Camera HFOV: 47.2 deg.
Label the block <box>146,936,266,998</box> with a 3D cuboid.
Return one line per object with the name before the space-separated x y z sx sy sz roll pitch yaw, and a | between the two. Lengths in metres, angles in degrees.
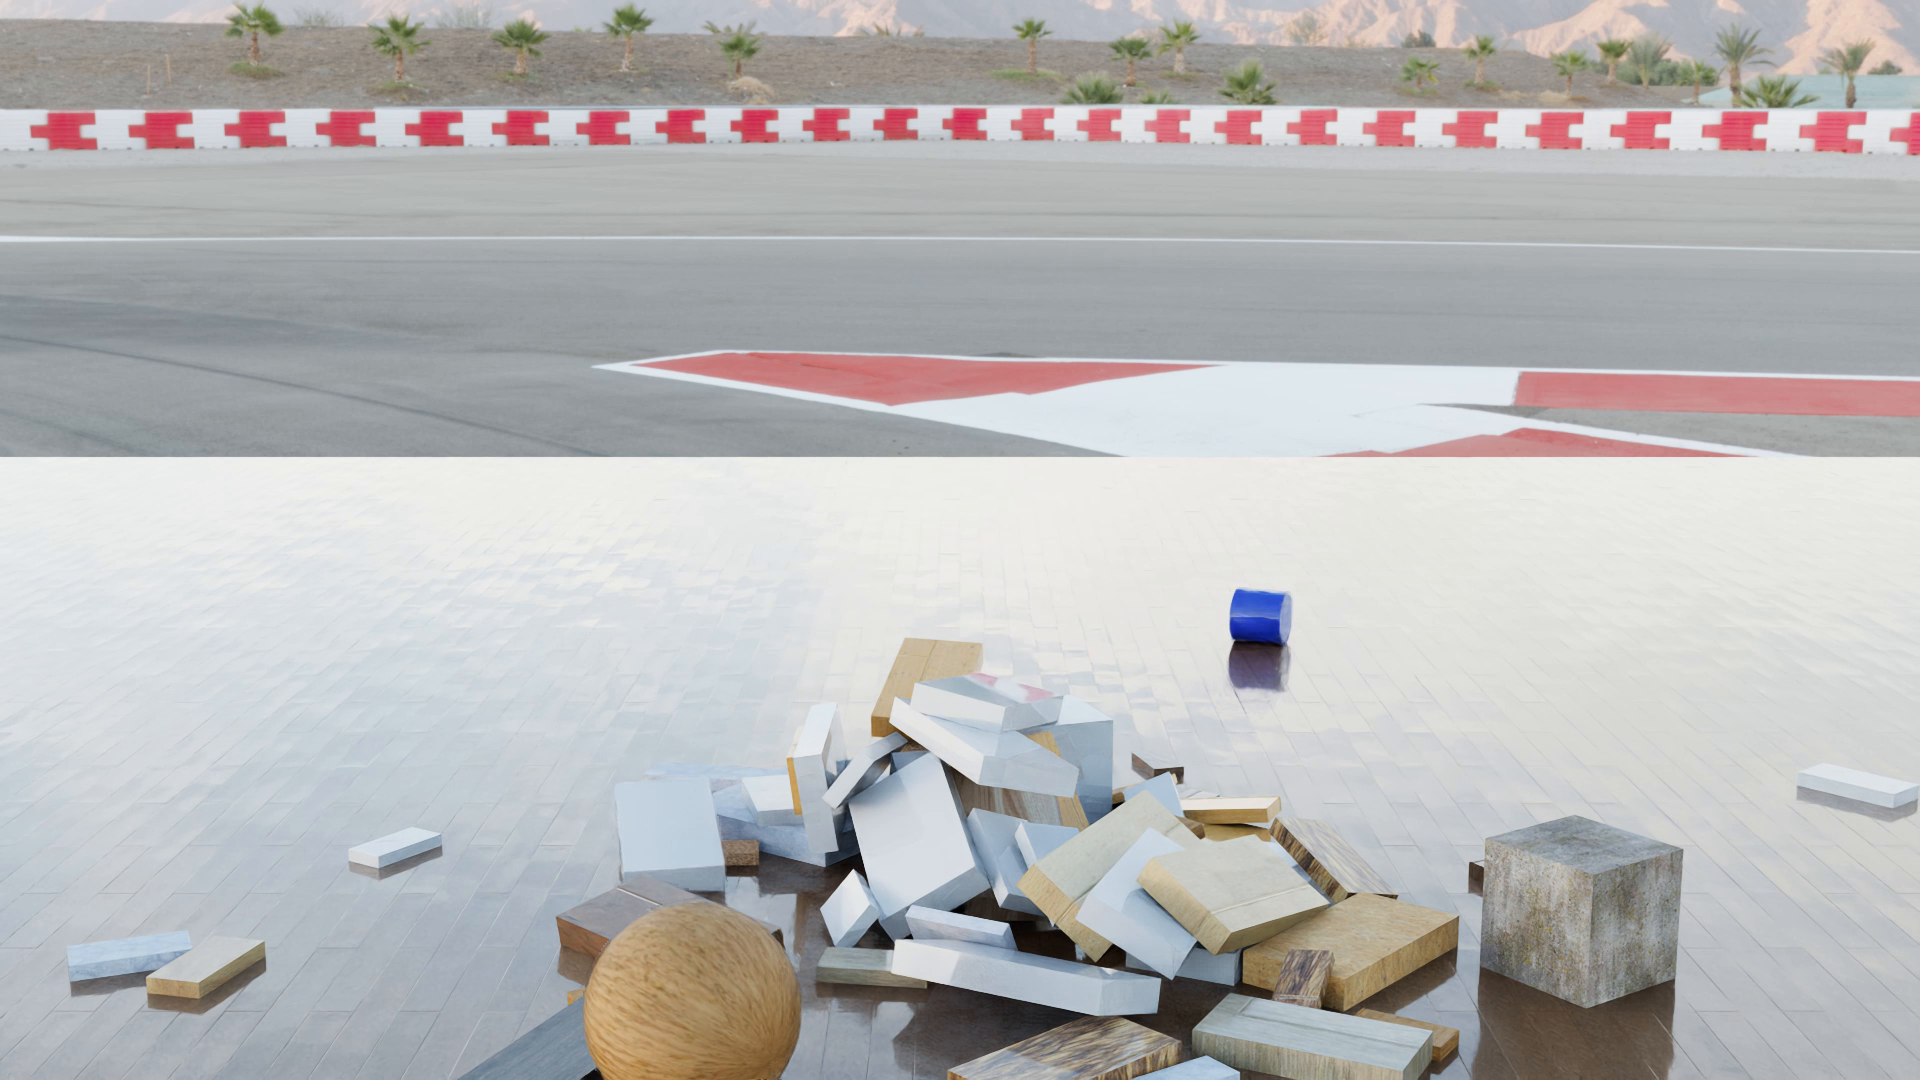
block | -1.135 0.643 3.316 0.088 0.025 0.176 3 11 14

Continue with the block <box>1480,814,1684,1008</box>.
block | 0.933 0.554 3.309 0.203 0.203 0.203 -7 13 -34

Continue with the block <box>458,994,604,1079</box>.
block | -0.516 0.691 2.947 0.147 0.042 0.294 6 17 28

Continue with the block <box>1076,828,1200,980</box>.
block | 0.303 0.545 3.328 0.165 0.047 0.329 31 19 13

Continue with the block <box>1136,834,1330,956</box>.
block | 0.421 0.538 3.357 0.165 0.047 0.329 42 22 28

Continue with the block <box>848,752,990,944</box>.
block | -0.071 0.492 3.581 0.175 0.050 0.351 -31 28 4

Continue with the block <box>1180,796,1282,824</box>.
block | 0.478 0.488 3.970 0.185 0.026 0.093 -4 6 24

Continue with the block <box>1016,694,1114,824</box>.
block | 0.157 0.413 4.095 0.193 0.193 0.193 -4 11 -19

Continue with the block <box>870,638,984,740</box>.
block | -0.059 0.283 4.192 0.157 0.044 0.313 4 26 10

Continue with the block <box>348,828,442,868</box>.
block | -0.994 0.541 3.874 0.074 0.021 0.149 7 12 32

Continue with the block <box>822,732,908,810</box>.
block | -0.161 0.398 3.830 0.029 0.103 0.406 39 4 6

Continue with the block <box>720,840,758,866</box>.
block | -0.426 0.547 3.841 0.148 0.021 0.074 -1 11 -5

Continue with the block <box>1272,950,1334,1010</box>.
block | 0.491 0.643 3.166 0.067 0.019 0.134 -3 32 26

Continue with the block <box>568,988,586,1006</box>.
block | -0.492 0.678 3.141 0.072 0.020 0.183 -7 12 -31

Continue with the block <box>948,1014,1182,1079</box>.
block | 0.142 0.706 2.929 0.294 0.042 0.147 -10 14 -42

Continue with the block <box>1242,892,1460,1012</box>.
block | 0.600 0.623 3.357 0.173 0.049 0.346 9 14 40

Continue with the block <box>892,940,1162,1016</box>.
block | 0.094 0.627 3.161 0.346 0.049 0.173 4 -7 34

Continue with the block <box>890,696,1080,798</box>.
block | 0.033 0.344 3.701 0.167 0.047 0.448 10 4 -21

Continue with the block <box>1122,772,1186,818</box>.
block | 0.352 0.486 3.953 0.093 0.026 0.185 -24 20 5

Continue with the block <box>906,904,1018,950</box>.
block | 0.005 0.607 3.346 0.168 0.084 0.024 6 41 29

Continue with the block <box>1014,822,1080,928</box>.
block | 0.166 0.529 3.459 0.103 0.029 0.206 9 32 -25

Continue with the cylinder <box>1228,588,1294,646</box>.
cylinder | 0.749 0.191 5.469 0.128 0.128 0.128 7 12 23

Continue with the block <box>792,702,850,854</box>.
block | -0.239 0.414 3.868 0.049 0.171 0.343 -9 10 3

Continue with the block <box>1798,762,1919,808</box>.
block | 1.728 0.471 4.232 0.097 0.027 0.194 -9 14 -39

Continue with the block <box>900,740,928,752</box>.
block | -0.048 0.416 4.057 0.157 0.044 0.313 -3 32 -5

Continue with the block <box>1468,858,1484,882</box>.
block | 0.976 0.560 3.757 0.193 0.027 0.097 -6 12 -30

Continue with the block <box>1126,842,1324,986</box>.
block | 0.447 0.589 3.538 0.173 0.049 0.525 5 12 26

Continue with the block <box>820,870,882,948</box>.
block | -0.174 0.586 3.473 0.024 0.084 0.168 40 1 -15

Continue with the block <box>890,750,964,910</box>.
block | 0.001 0.485 3.733 0.175 0.050 0.351 -3 34 -13

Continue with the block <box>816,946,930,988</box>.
block | -0.126 0.644 3.314 0.168 0.024 0.084 2 11 9

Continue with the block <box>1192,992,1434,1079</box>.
block | 0.482 0.691 3.011 0.294 0.042 0.147 5 12 27

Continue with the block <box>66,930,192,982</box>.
block | -1.268 0.635 3.361 0.176 0.025 0.088 -5 11 -23

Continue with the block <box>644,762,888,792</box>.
block | -0.371 0.467 4.261 0.480 0.025 0.088 2 11 12

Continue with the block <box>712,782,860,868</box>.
block | -0.321 0.510 3.964 0.343 0.049 0.171 8 13 35

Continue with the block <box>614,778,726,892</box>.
block | -0.506 0.511 3.812 0.167 0.047 0.335 -2 20 -11

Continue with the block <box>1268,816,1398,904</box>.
block | 0.617 0.535 3.642 0.109 0.031 0.219 8 23 -31

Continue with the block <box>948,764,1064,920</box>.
block | 0.082 0.491 3.646 0.175 0.050 0.351 1 33 -8

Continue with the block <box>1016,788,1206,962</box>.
block | 0.257 0.522 3.477 0.165 0.047 0.489 43 22 14

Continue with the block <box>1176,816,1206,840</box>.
block | 0.331 0.507 3.827 0.093 0.026 0.185 -24 17 -30

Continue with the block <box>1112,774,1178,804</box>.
block | 0.341 0.470 4.143 0.126 0.018 0.063 -17 1 20

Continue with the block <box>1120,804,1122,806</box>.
block | 0.350 0.487 4.117 0.064 0.018 0.128 -17 1 29

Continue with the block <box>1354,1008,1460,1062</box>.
block | 0.616 0.690 3.073 0.143 0.020 0.072 7 12 32

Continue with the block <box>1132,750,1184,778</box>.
block | 0.394 0.446 4.393 0.063 0.018 0.126 -3 11 -16

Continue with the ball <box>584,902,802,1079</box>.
ball | -0.342 0.605 2.825 0.278 0.278 0.278 0 11 0

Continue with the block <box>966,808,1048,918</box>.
block | 0.086 0.514 3.505 0.103 0.029 0.206 17 27 -27

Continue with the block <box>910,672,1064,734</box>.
block | 0.052 0.286 3.885 0.167 0.047 0.335 14 4 19

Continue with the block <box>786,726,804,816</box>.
block | -0.277 0.408 3.926 0.030 0.104 0.209 -7 10 3

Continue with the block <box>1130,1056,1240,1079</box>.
block | 0.298 0.720 2.918 0.134 0.019 0.067 -7 13 -34

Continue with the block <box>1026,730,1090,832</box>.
block | 0.150 0.451 3.894 0.109 0.219 0.031 -7 -25 -35

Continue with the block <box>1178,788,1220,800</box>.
block | 0.386 0.507 4.069 0.063 0.018 0.270 8 13 35

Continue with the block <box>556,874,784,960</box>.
block | -0.446 0.607 3.371 0.343 0.049 0.171 10 24 44

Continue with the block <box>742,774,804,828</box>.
block | -0.329 0.469 3.972 0.104 0.030 0.209 -2 11 -13

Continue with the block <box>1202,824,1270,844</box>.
block | 0.431 0.542 3.843 0.109 0.031 0.259 8 13 37

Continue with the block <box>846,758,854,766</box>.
block | -0.188 0.454 4.048 0.018 0.064 0.128 -9 -26 4
